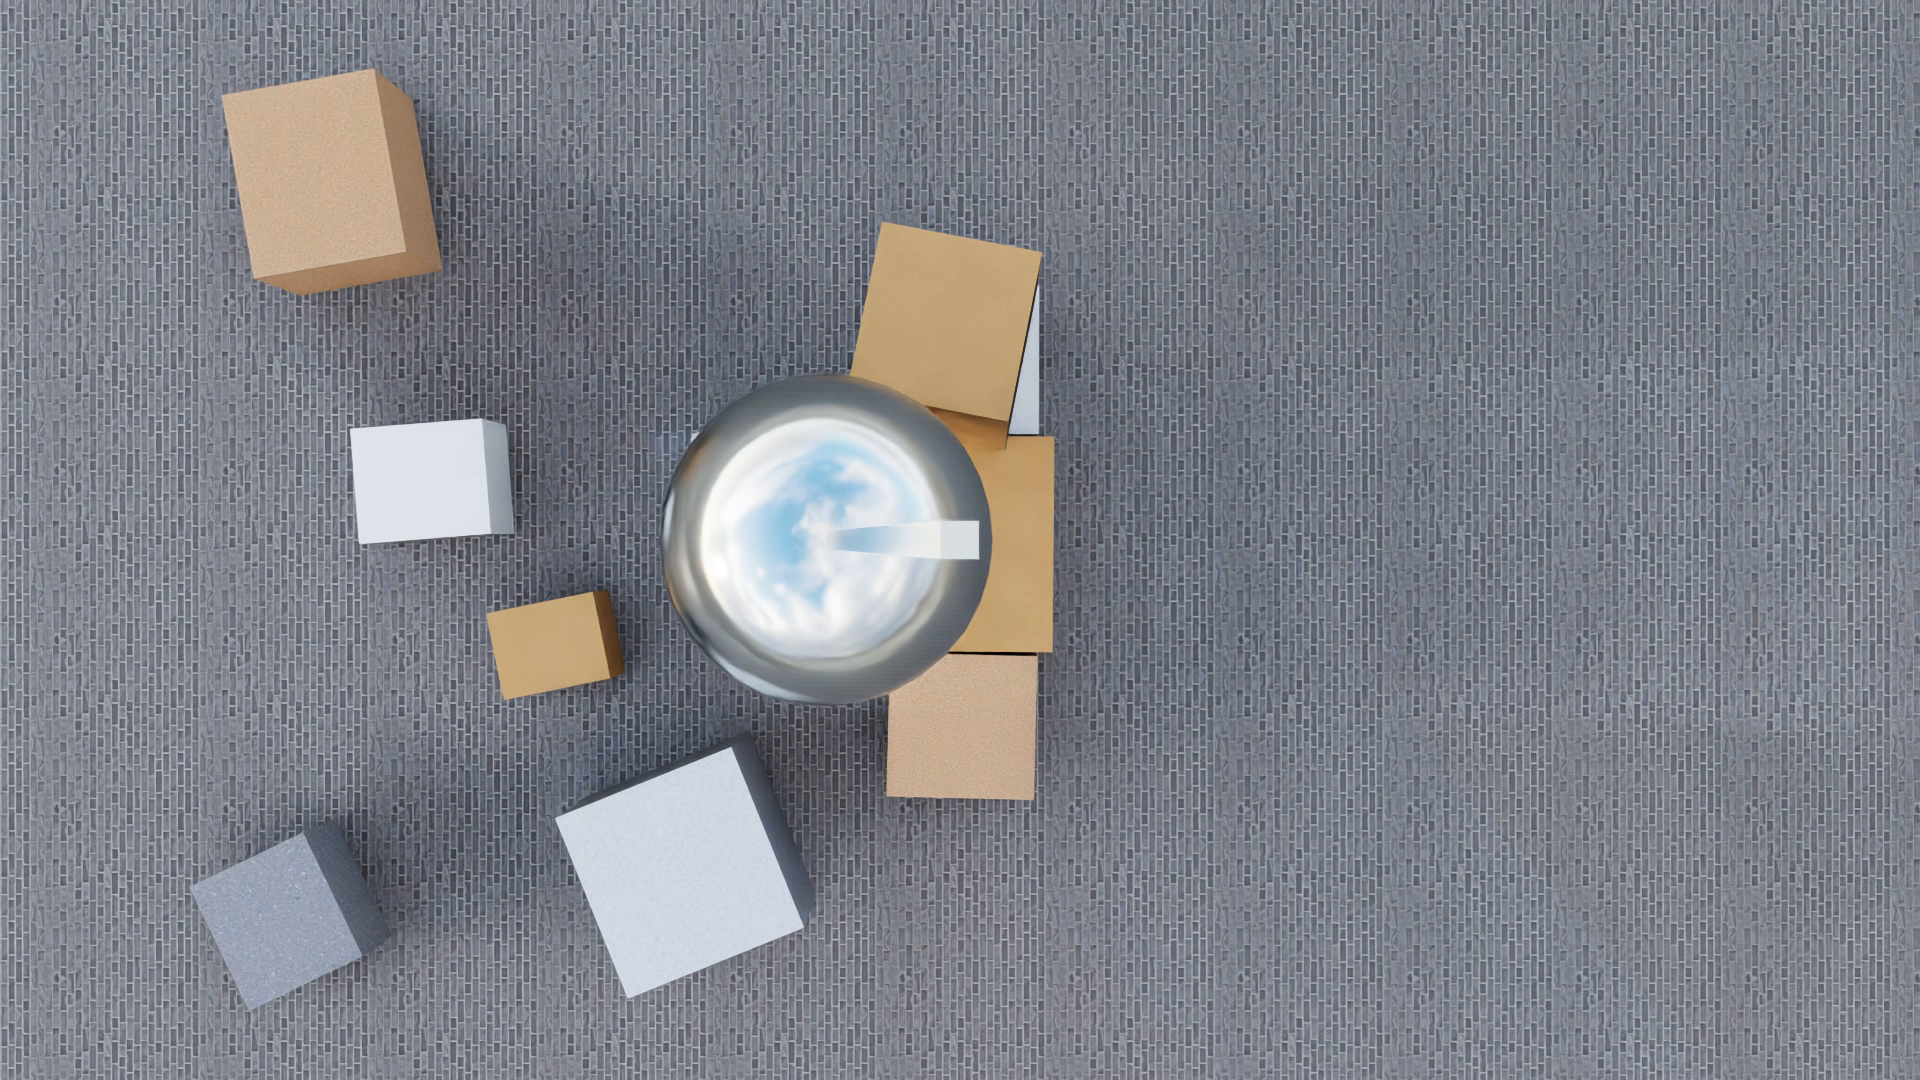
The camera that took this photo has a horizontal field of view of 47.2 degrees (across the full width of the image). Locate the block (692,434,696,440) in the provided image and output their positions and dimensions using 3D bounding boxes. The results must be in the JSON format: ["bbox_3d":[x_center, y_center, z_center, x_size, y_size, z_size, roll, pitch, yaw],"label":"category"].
[{"bbox_3d":[-1.051,-0.246,12.656,0.823,0.688,0.794,-6,90,0],"label":"block"}]

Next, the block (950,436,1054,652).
[{"bbox_3d":[-0.041,0.020,12.526,1.106,0.947,1.183,0,90,0],"label":"block"}]

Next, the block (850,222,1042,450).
[{"bbox_3d":[-0.077,-1.069,11.709,0.842,0.820,0.907,11,82,2],"label":"block"}]

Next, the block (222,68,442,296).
[{"bbox_3d":[-3.568,-2.023,12.571,0.853,0.859,1.027,-10,90,0],"label":"block"}]

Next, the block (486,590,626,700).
[{"bbox_3d":[-2.329,0.599,12.718,0.615,0.564,0.500,-12,90,0],"label":"block"}]

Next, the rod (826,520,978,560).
[{"bbox_3d":[-0.277,0.000,7.194,0.080,5.200,0.080,0,90,-6],"label":"rod"}]

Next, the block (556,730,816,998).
[{"bbox_3d":[-1.524,1.809,12.475,1.032,1.050,1.058,-22,90,0],"label":"block"}]

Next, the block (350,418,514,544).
[{"bbox_3d":[-3.028,-0.330,12.672,0.741,0.656,0.648,-5,90,0],"label":"block"}]

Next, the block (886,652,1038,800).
[{"bbox_3d":[0.011,1.022,12.532,0.809,0.936,0.788,1,90,0],"label":"block"}]

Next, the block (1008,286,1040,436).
[{"bbox_3d":[-0.016,-0.996,12.585,0.907,0.830,0.820,0,90,0],"label":"block"}]

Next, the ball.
[{"bbox_3d":[-0.640,0.000,10.574,1.600,1.600,1.600,0,90,0],"label":"ball"}]

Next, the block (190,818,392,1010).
[{"bbox_3d":[-3.845,2.146,12.681,0.709,0.639,0.773,-26,90,0],"label":"block"}]
